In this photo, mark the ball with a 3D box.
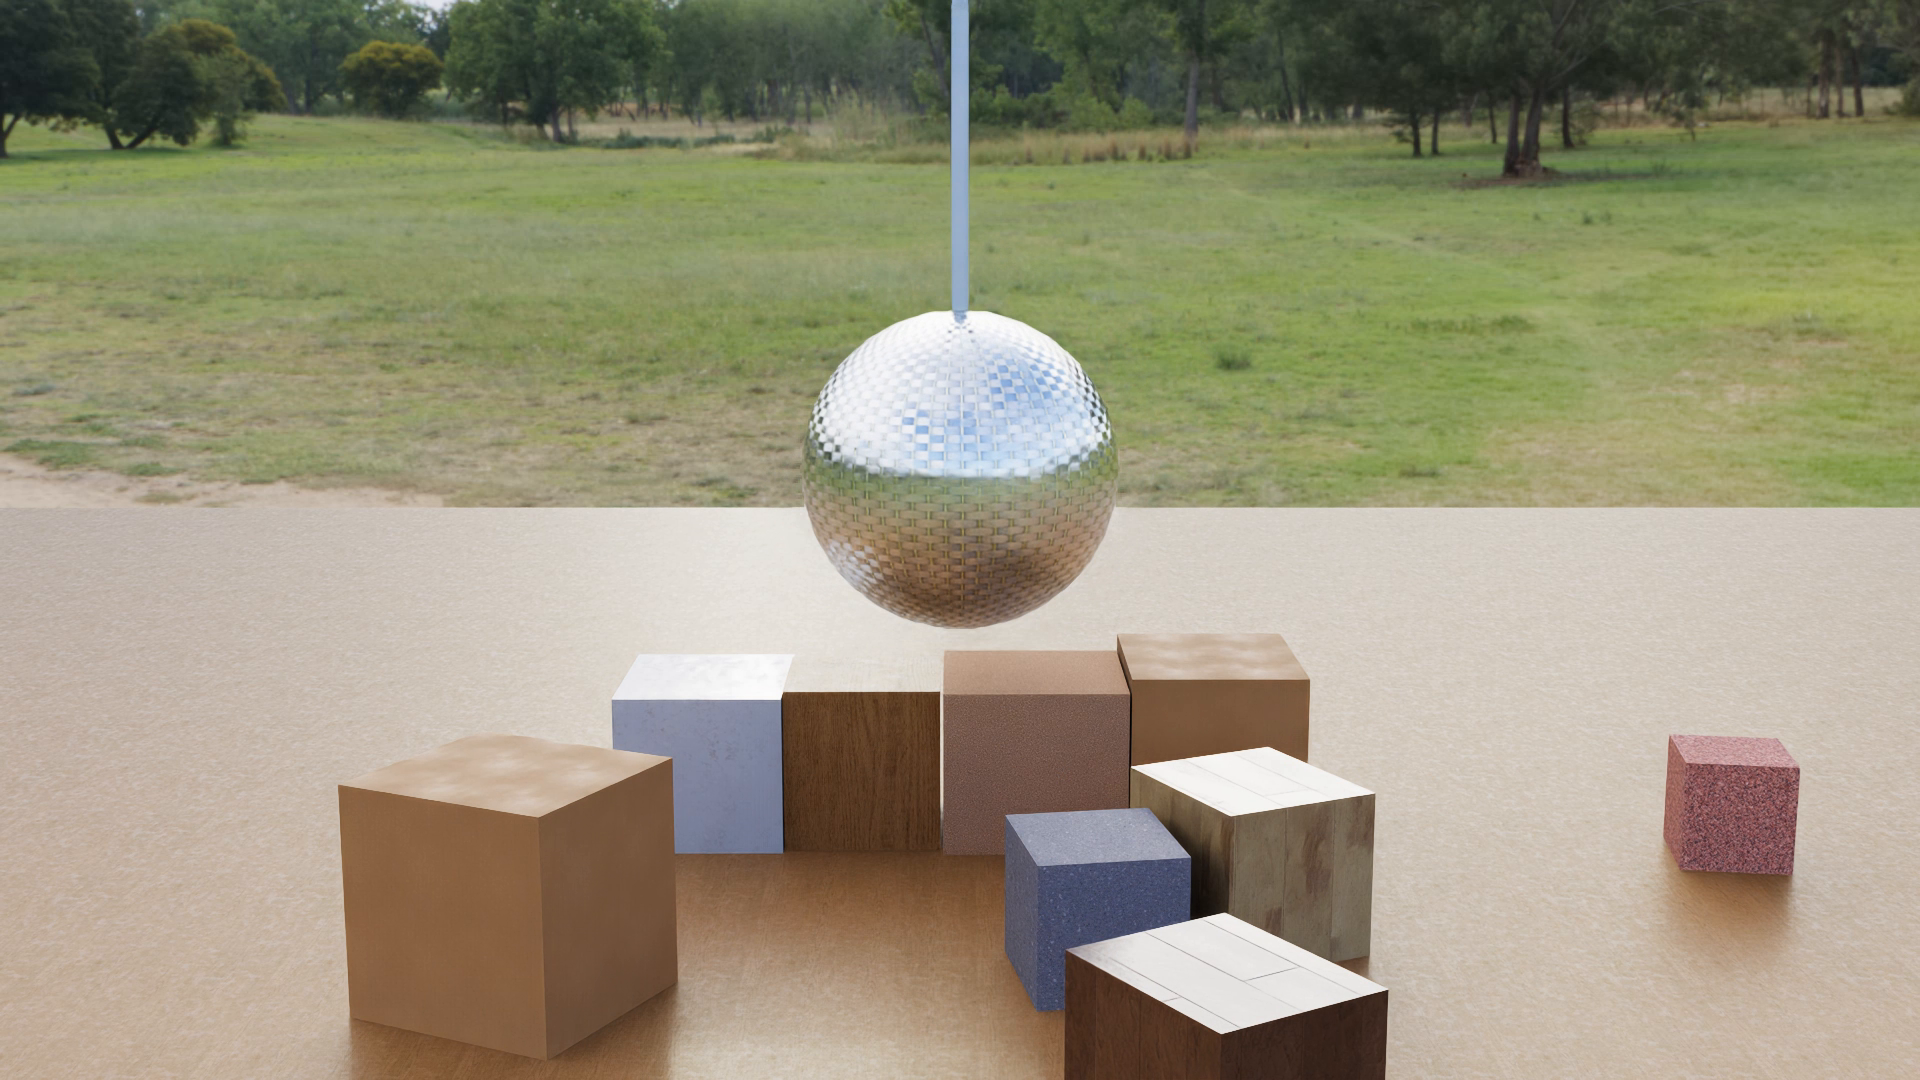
[{"bbox_3d":[0.000,-0.353,11.045,1.600,1.600,1.600,0,10,0],"label":"ball"}]

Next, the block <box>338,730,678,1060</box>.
[{"bbox_3d":[-1.834,1.419,9.024,0.980,0.978,0.912,5,11,26],"label":"block"}]

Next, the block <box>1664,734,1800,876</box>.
[{"bbox_3d":[3.813,1.303,10.895,0.527,0.539,0.535,2,10,9],"label":"block"}]

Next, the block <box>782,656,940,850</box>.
[{"bbox_3d":[-0.491,1.085,11.316,0.779,0.816,0.740,0,10,0],"label":"block"}]

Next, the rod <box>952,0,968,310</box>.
[{"bbox_3d":[0.000,-3.705,10.476,0.080,5.200,0.080,0,10,0],"label":"rod"}]

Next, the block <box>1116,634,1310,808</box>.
[{"bbox_3d":[1.282,1.033,11.380,0.874,0.895,1.025,0,10,0],"label":"block"}]

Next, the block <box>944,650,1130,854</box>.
[{"bbox_3d":[0.375,1.078,11.338,0.919,0.823,0.943,0,10,0],"label":"block"}]

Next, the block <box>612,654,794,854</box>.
[{"bbox_3d":[-1.301,1.088,11.369,0.834,0.792,0.960,0,10,0],"label":"block"}]

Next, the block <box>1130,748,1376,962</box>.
[{"bbox_3d":[1.277,1.415,9.732,0.740,0.734,0.816,-5,11,-26],"label":"block"}]

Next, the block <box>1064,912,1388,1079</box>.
[{"bbox_3d":[0.881,1.815,7.427,0.694,0.771,0.851,-6,12,-31],"label":"block"}]

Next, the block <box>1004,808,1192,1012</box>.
[{"bbox_3d":[0.570,1.549,9.311,0.639,0.620,0.693,-2,10,-10],"label":"block"}]
